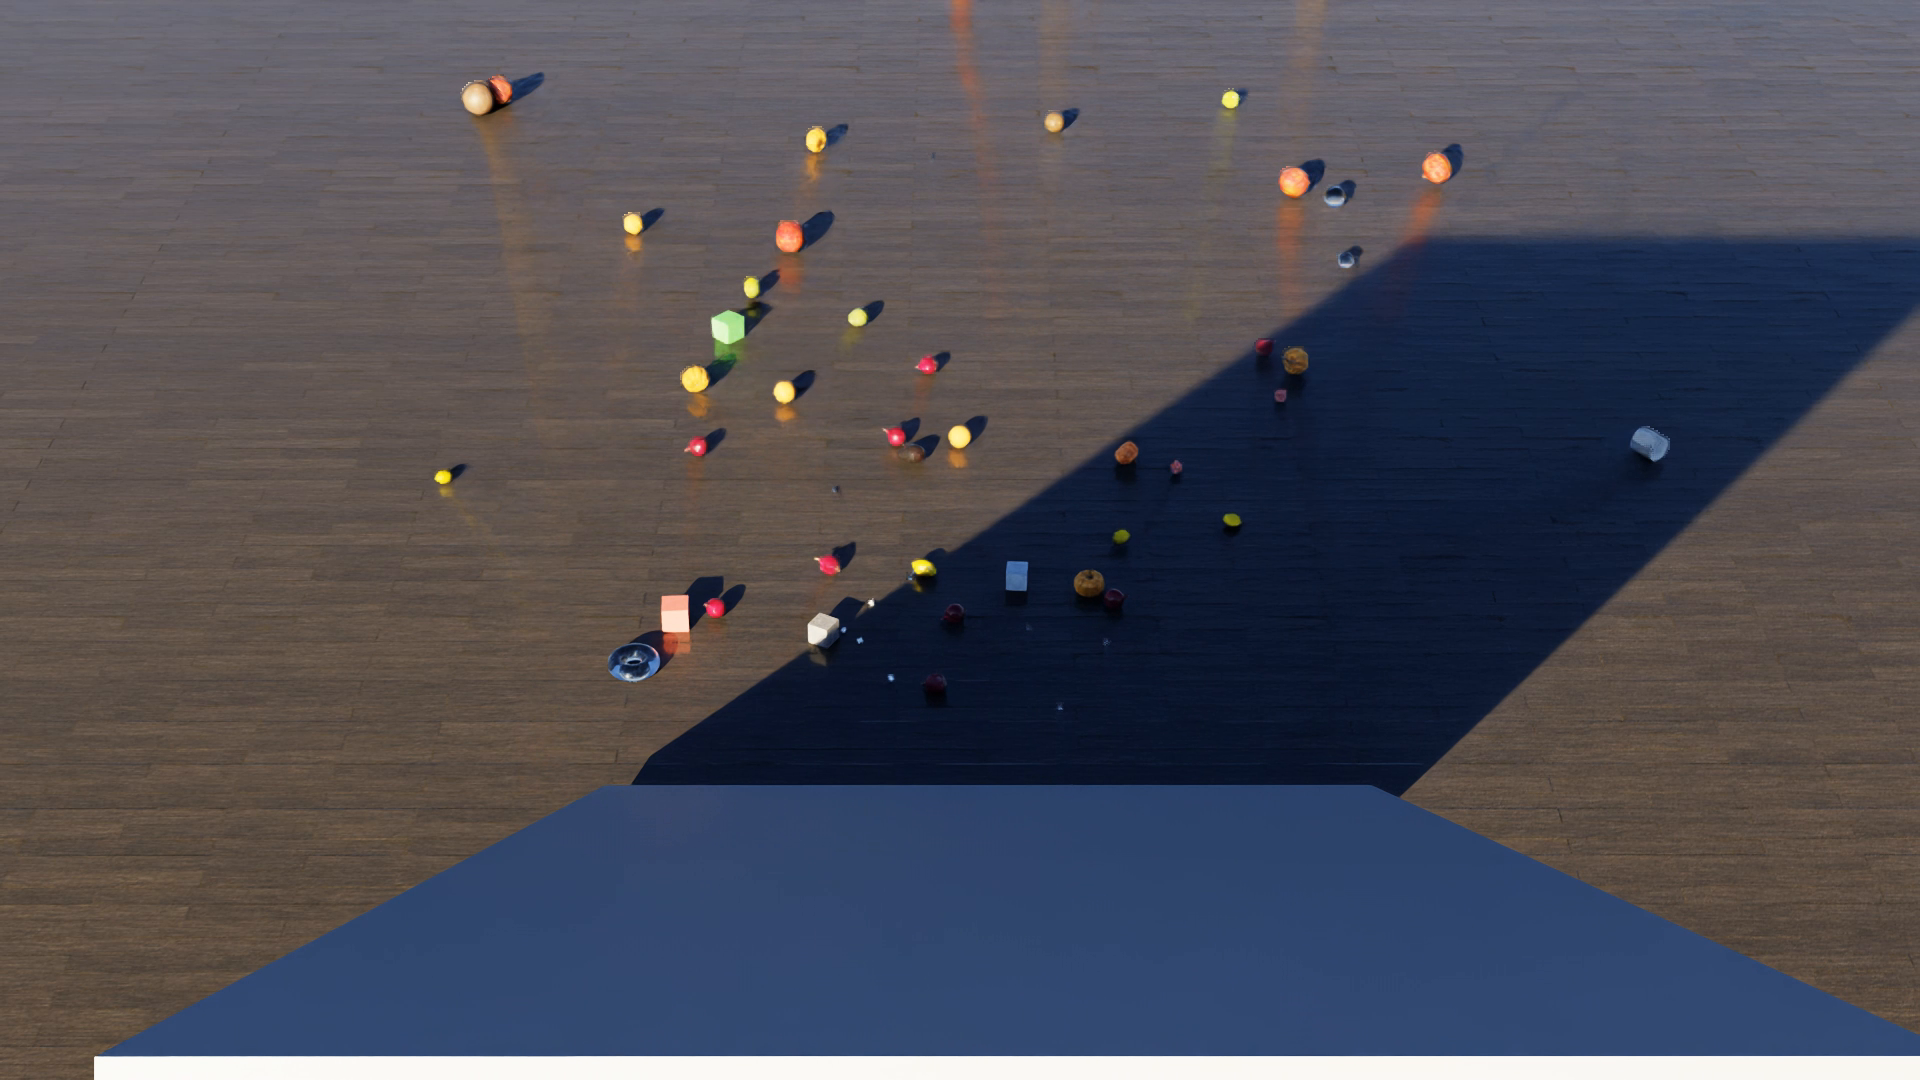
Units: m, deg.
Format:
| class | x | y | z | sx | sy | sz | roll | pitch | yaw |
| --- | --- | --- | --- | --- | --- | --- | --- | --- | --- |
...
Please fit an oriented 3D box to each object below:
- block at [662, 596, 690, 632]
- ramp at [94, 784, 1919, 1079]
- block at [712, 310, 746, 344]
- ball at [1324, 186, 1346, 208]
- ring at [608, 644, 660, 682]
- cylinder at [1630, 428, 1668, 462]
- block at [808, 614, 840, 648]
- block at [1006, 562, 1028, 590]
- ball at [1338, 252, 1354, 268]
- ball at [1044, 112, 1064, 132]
| class | x | y | z | sx | sy | sz | roll | pitch | yaw |
| --- | --- | --- | --- | --- | --- | --- | --- | --- | --- |
| block | -0.822 | 0.214 | 7.498 | 0.075 | 0.075 | 0.075 | -2 | 34 | -3 |
| ramp | 0.074 | 0.646 | 4.772 | 2.000 | 0.100 | 4.000 | 0 | -1 | 0 |
| block | -0.795 | -0.732 | 8.926 | 0.077 | 0.077 | 0.077 | 27 | 42 | 34 |
| ball | 1.412 | -1.292 | 9.768 | 0.082 | 0.082 | 0.082 | 0 | 33 | 0 |
| ring | -0.921 | 0.345 | 7.323 | 0.149 | 0.050 | 0.149 | -1 | 34 | 1 |
| cylinder | 2.198 | -0.305 | 8.275 | 0.083 | 0.083 | 0.083 | -20 | 38 | -28 |
| block | -0.391 | 0.260 | 7.438 | 0.064 | 0.064 | 0.064 | 18 | 38 | 25 |
| block | 0.169 | 0.107 | 7.672 | 0.062 | 0.062 | 0.062 | 3 | 34 | 4 |
| ball | 1.392 | -1.010 | 9.361 | 0.060 | 0.060 | 0.060 | 0 | 33 | 0 |
| ball | 0.378 | -1.664 | 10.331 | 0.080 | 0.080 | 0.080 | 0 | 33 | 0 |
